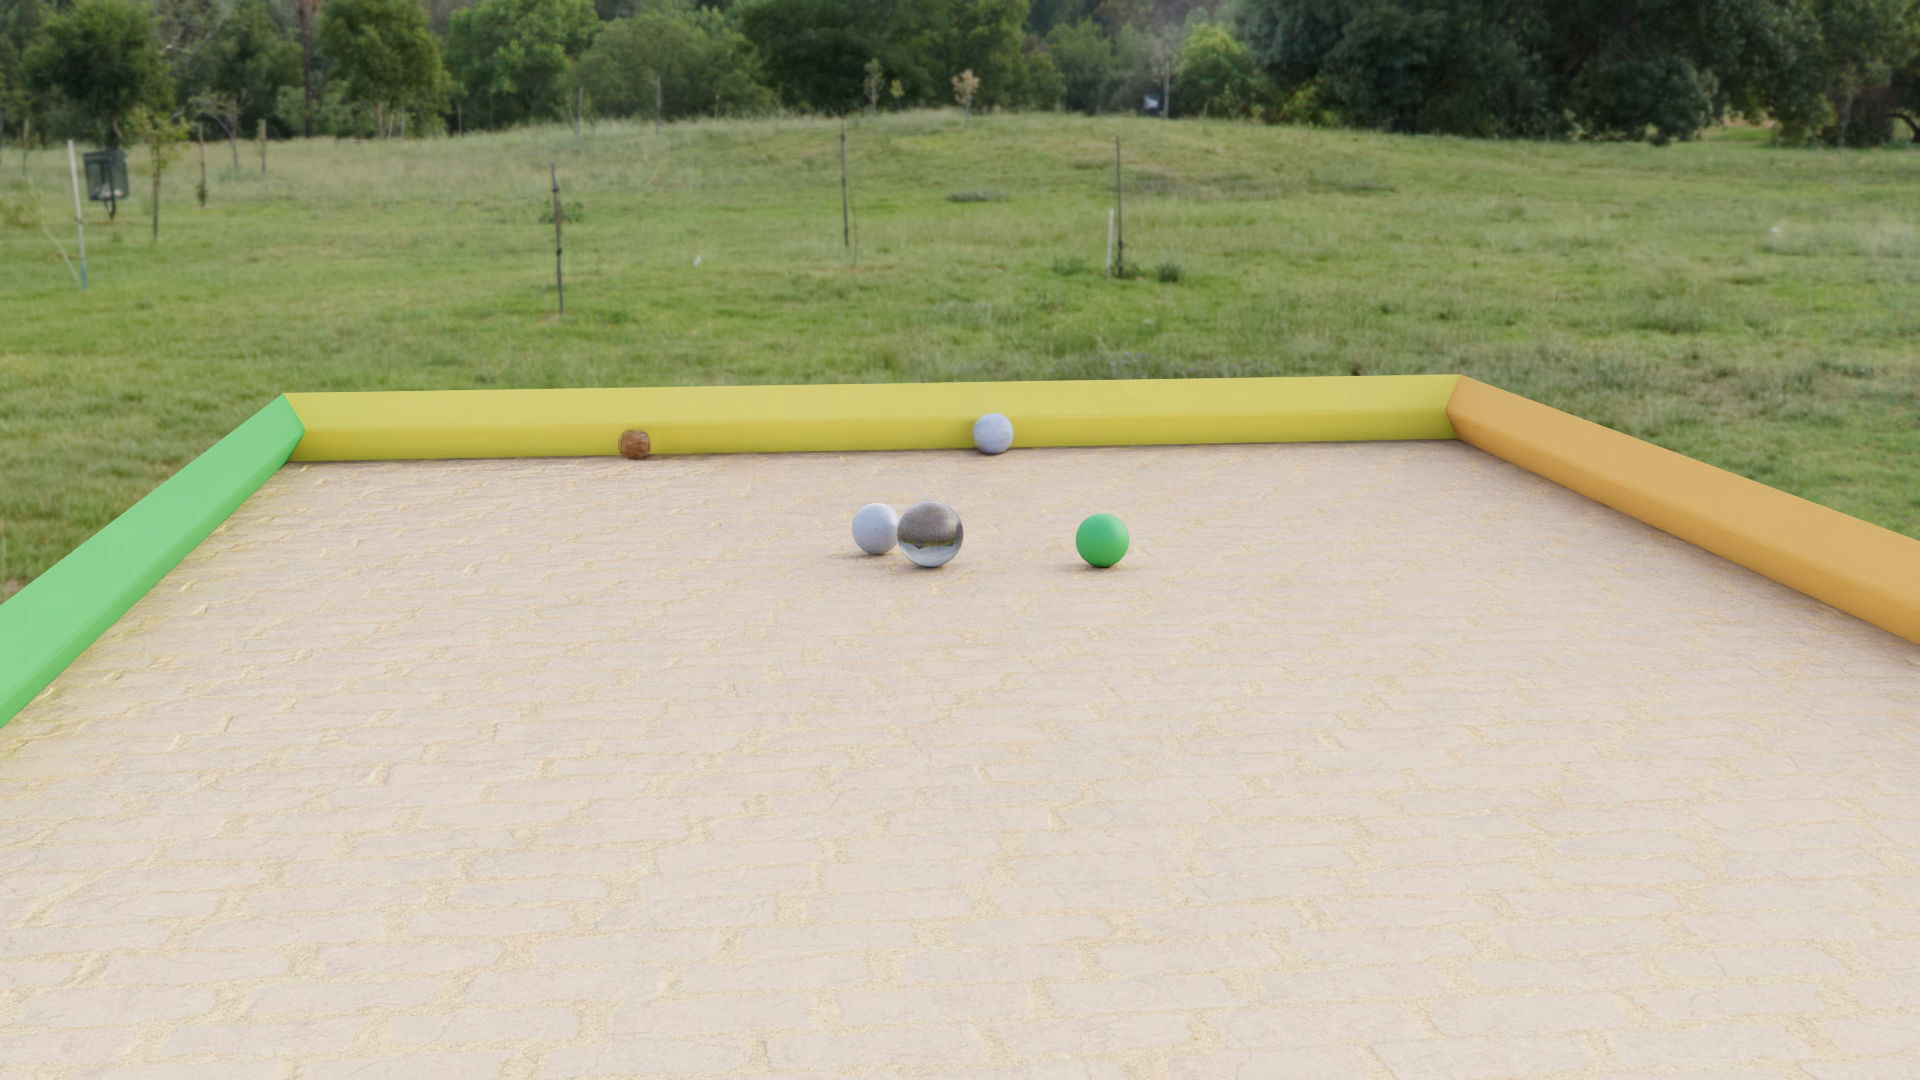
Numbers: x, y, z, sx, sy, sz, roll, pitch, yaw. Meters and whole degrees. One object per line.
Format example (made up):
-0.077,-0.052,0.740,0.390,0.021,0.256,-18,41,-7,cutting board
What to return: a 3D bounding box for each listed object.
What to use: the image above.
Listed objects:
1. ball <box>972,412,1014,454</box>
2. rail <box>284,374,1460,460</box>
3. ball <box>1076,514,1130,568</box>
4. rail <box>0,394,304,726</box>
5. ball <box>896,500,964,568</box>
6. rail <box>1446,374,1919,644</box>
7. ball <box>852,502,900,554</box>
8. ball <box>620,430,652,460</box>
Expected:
0.063,-0.205,4.243,0.080,0.080,0.080,0,12,0,ball
-0.132,-0.236,4.270,2.301,0.128,0.045,-1,12,-7,rail
0.209,0.000,3.234,0.079,0.079,0.079,0,12,0,ball
-0.983,0.223,2.010,0.045,0.128,4.417,-1,12,-7,rail
-0.044,-0.009,3.230,0.099,0.099,0.099,0,12,0,ball
1.253,0.168,2.280,0.045,0.128,4.417,-1,12,-7,rail
-0.125,-0.017,3.323,0.078,0.078,0.078,0,12,0,ball
-0.617,-0.182,4.183,0.057,0.057,0.057,0,12,0,ball
